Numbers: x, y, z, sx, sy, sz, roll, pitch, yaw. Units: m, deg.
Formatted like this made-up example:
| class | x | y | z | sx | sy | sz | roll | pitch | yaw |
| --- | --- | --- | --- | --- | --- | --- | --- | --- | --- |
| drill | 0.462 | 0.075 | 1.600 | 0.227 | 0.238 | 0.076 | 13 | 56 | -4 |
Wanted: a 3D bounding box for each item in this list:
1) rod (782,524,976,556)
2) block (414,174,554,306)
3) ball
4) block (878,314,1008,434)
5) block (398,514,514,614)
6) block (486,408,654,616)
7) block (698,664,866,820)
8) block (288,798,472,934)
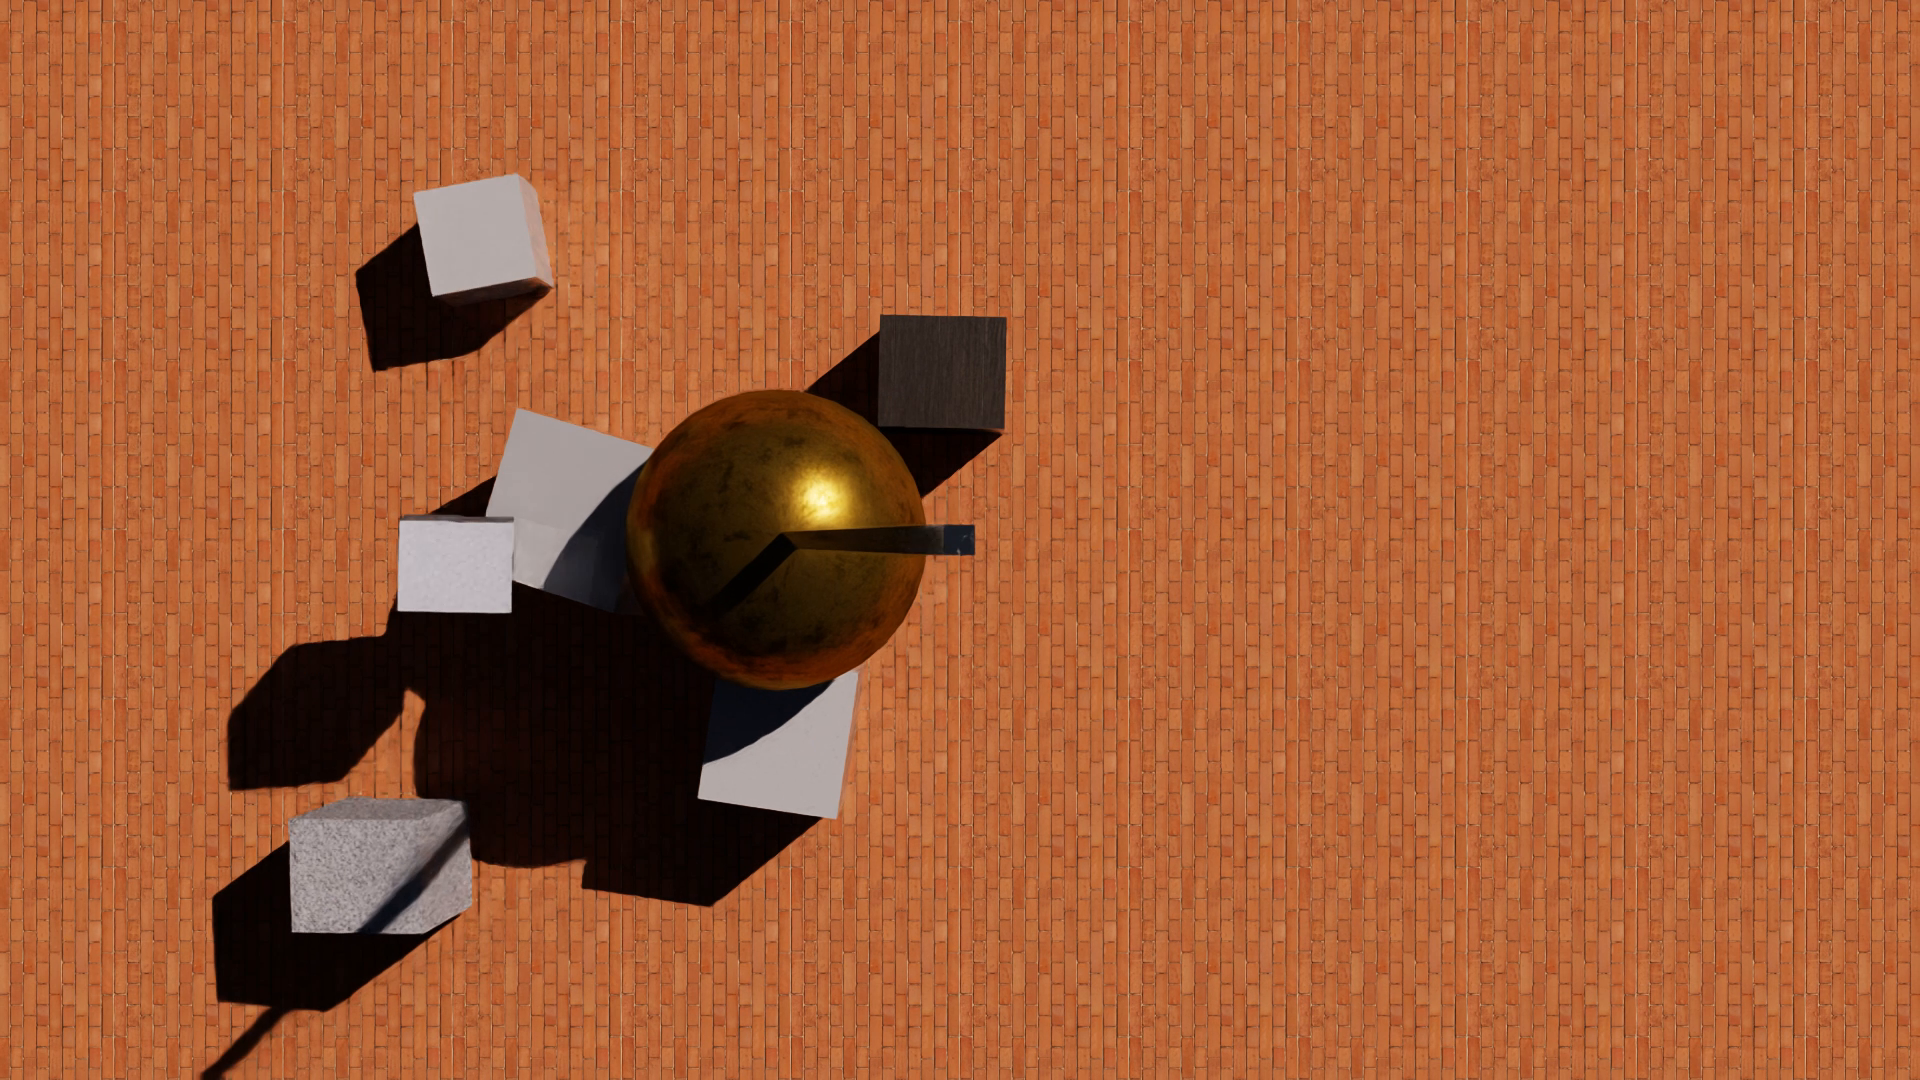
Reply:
| class | x | y | z | sx | sy | sz | roll | pitch | yaw |
| --- | --- | --- | --- | --- | --- | --- | --- | --- | --- |
| rod | -0.422 | 0.000 | 8.304 | 0.080 | 5.200 | 0.080 | 0 | 90 | -9 |
| block | -2.747 | -1.728 | 12.727 | 0.604 | 0.541 | 0.598 | -11 | 90 | 0 |
| ball | -0.973 | 0.000 | 11.659 | 1.600 | 1.600 | 1.600 | 0 | 90 | 0 |
| block | -0.099 | -0.941 | 12.649 | 0.711 | 0.703 | 0.627 | 1 | 90 | 0 |
| block | -2.683 | 0.122 | 11.739 | 0.581 | 0.559 | 0.473 | 2 | 94 | -11 |
| block | -2.057 | -0.136 | 12.462 | 0.895 | 0.878 | 0.919 | 17 | 90 | 15 |
| block | -1.002 | 1.077 | 12.556 | 0.774 | 0.888 | 0.820 | 9 | 90 | 0 |
| block | -3.295 | 1.848 | 12.554 | 0.760 | 0.769 | 0.635 | -1 | 92 | 8 |
